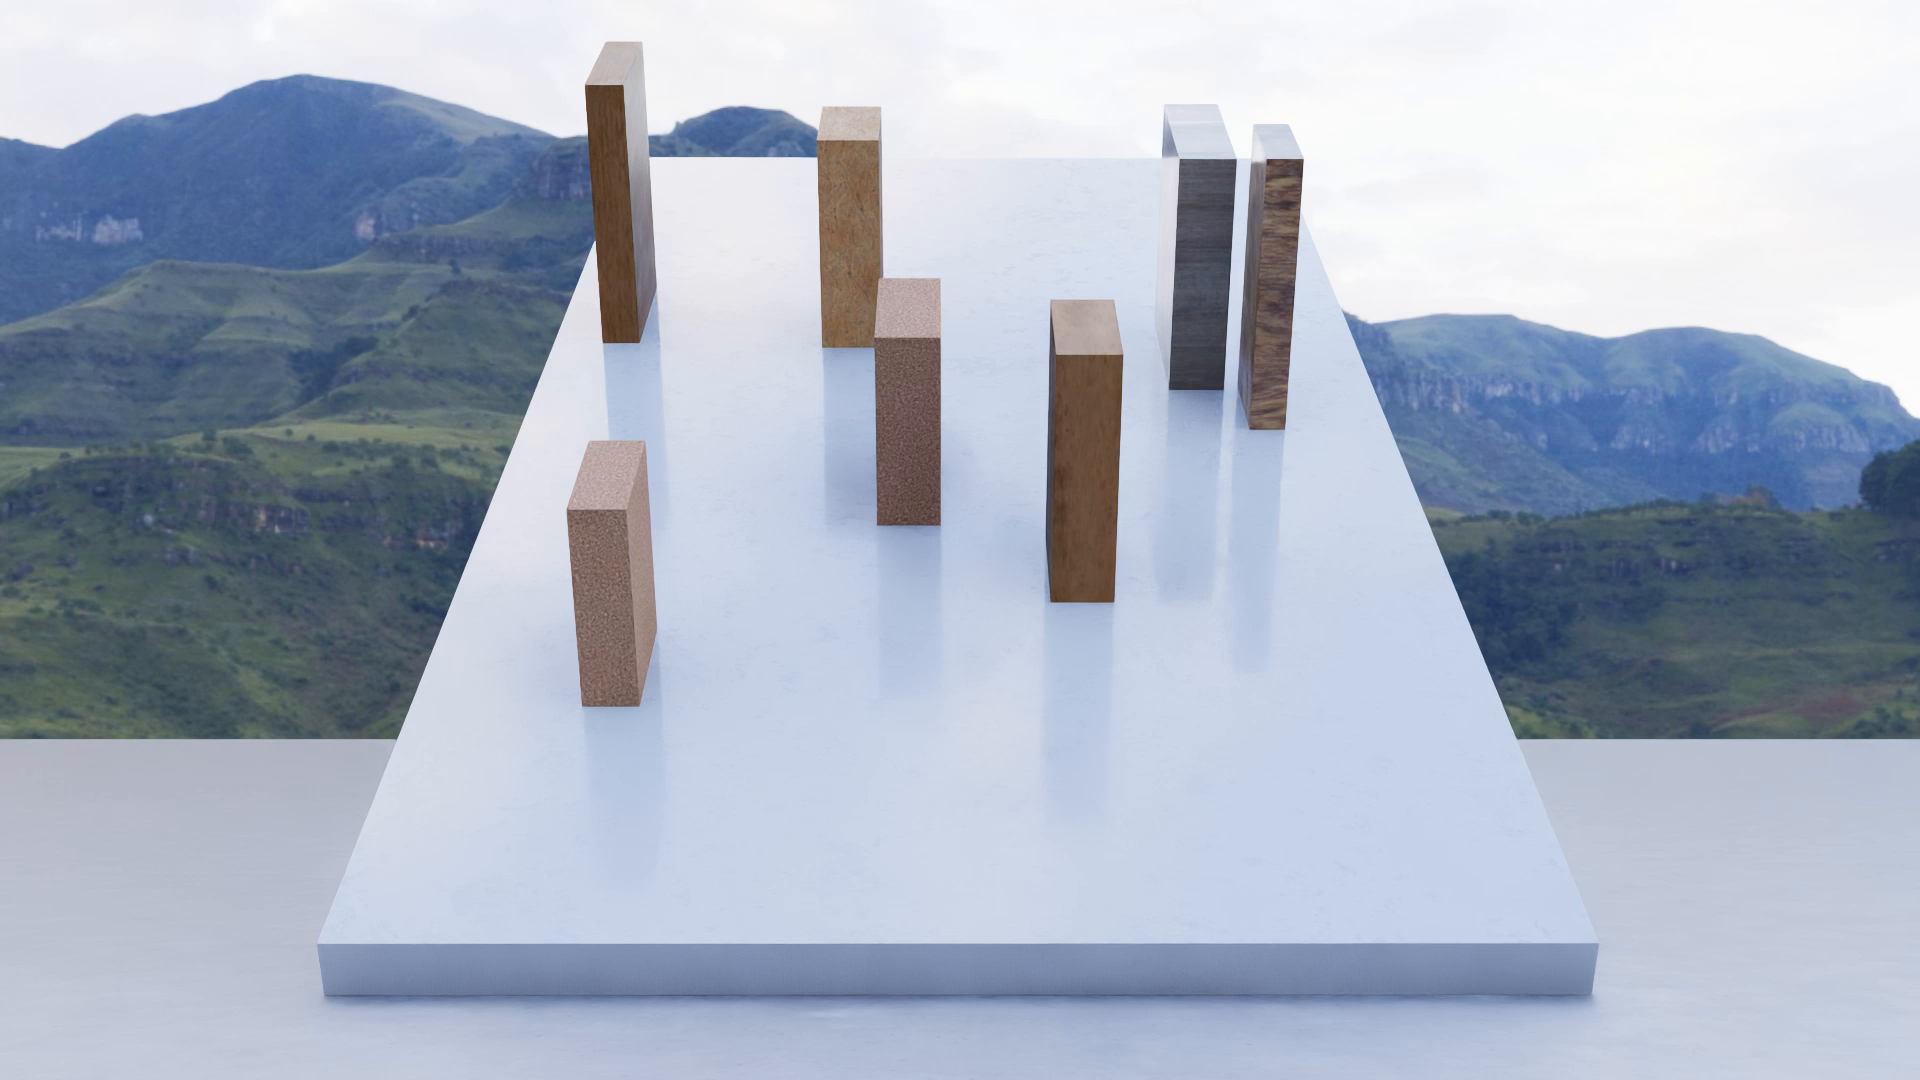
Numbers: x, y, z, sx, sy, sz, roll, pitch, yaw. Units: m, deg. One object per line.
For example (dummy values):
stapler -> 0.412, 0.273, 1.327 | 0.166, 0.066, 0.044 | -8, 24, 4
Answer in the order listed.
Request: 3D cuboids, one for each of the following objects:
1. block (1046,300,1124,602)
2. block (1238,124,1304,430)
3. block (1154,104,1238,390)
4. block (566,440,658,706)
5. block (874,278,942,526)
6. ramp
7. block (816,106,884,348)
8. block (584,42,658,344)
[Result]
block -> 0.243, -0.177, 4.703 | 0.127, 0.530, 0.288 | 0, 27, 0
block -> 0.707, -0.600, 5.415 | 0.082, 0.646, 0.260 | 0, 27, 0
block -> 0.564, -0.712, 5.718 | 0.132, 0.572, 0.438 | 0, 27, 0
block -> -0.639, 0.059, 4.372 | 0.106, 0.401, 0.294 | 0, 27, 0
block -> -0.108, -0.298, 5.056 | 0.134, 0.426, 0.344 | 0, 27, 0
ramp -> -0.010, -0.227, 5.500 | 2.000, 0.100, 4.000 | 0, 27, 0
block -> -0.269, -0.779, 5.891 | 0.147, 0.532, 0.283 | 0, 27, 0
block -> -0.846, -0.873, 5.934 | 0.093, 0.658, 0.394 | 0, 27, 0
